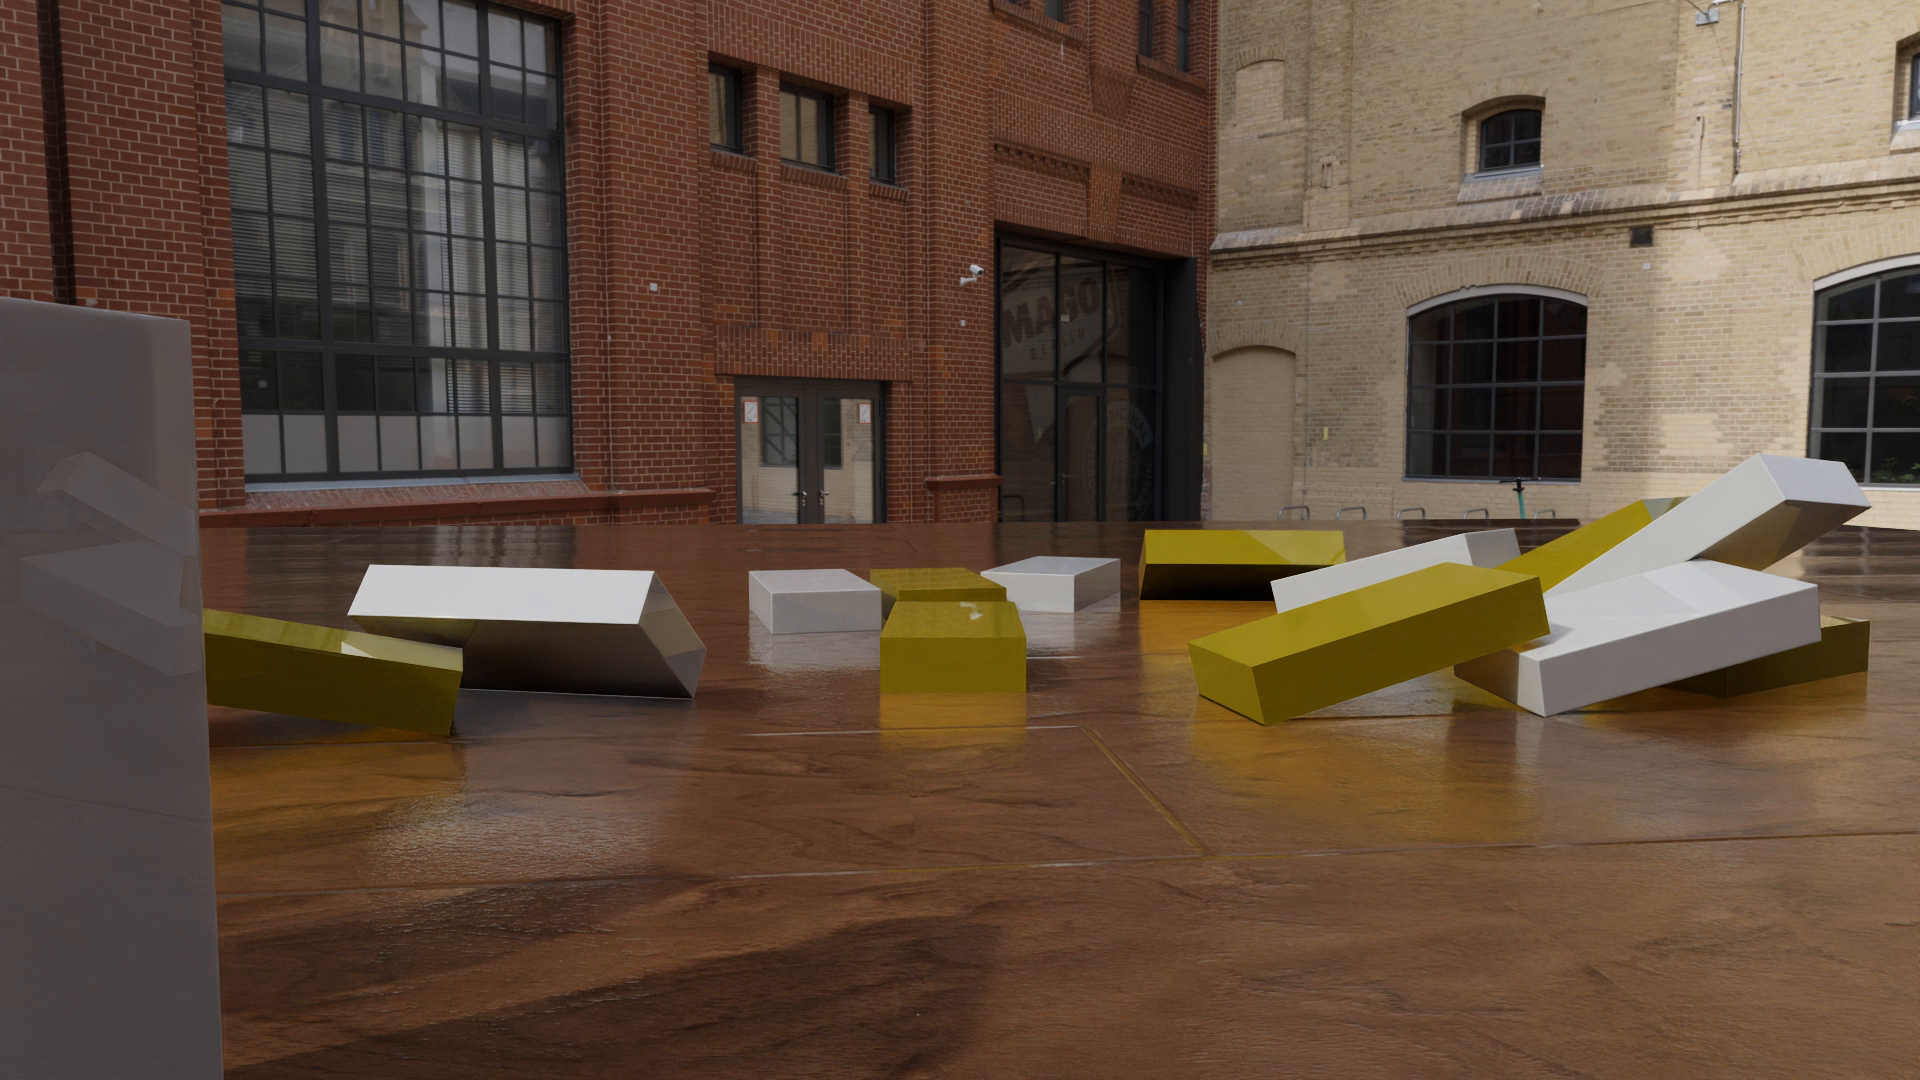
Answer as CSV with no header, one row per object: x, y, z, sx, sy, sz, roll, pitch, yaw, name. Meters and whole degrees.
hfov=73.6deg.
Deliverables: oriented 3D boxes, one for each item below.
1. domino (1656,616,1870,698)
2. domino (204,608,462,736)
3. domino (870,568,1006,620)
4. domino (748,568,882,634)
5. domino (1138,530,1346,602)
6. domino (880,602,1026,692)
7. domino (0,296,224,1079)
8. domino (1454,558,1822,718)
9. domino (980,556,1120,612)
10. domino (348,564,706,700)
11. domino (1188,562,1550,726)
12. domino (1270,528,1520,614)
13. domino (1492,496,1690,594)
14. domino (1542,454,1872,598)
0.143,0.020,0.238,0.050,0.010,0.025,-3,5,-32,domino
-0.100,0.018,0.188,0.050,0.010,0.025,12,-1,-22,domino
-0.006,0.014,0.317,0.025,0.009,0.050,-1,4,-11,domino
-0.036,0.014,0.313,0.025,0.009,0.050,-1,4,-15,domino
0.073,0.007,0.338,0.050,0.009,0.025,0,-25,4,domino
-0.001,0.020,0.244,0.025,0.010,0.050,0,4,0,domino
-0.053,0.012,0.068,0.010,0.050,0.025,1,4,9,domino
0.112,0.015,0.214,0.050,0.010,0.025,-13,11,-9,domino
0.026,0.012,0.351,0.025,0.010,0.050,2,5,20,domino
-0.070,0.015,0.211,0.050,0.010,0.025,1,-34,12,domino
0.066,0.016,0.209,0.050,0.010,0.025,-16,7,-11,domino
0.102,0.008,0.302,0.025,0.010,0.050,-4,-11,-43,domino
0.129,0.006,0.273,0.025,0.010,0.050,-4,-22,-40,domino
0.138,0.003,0.241,0.025,0.009,0.050,2,-32,-26,domino
